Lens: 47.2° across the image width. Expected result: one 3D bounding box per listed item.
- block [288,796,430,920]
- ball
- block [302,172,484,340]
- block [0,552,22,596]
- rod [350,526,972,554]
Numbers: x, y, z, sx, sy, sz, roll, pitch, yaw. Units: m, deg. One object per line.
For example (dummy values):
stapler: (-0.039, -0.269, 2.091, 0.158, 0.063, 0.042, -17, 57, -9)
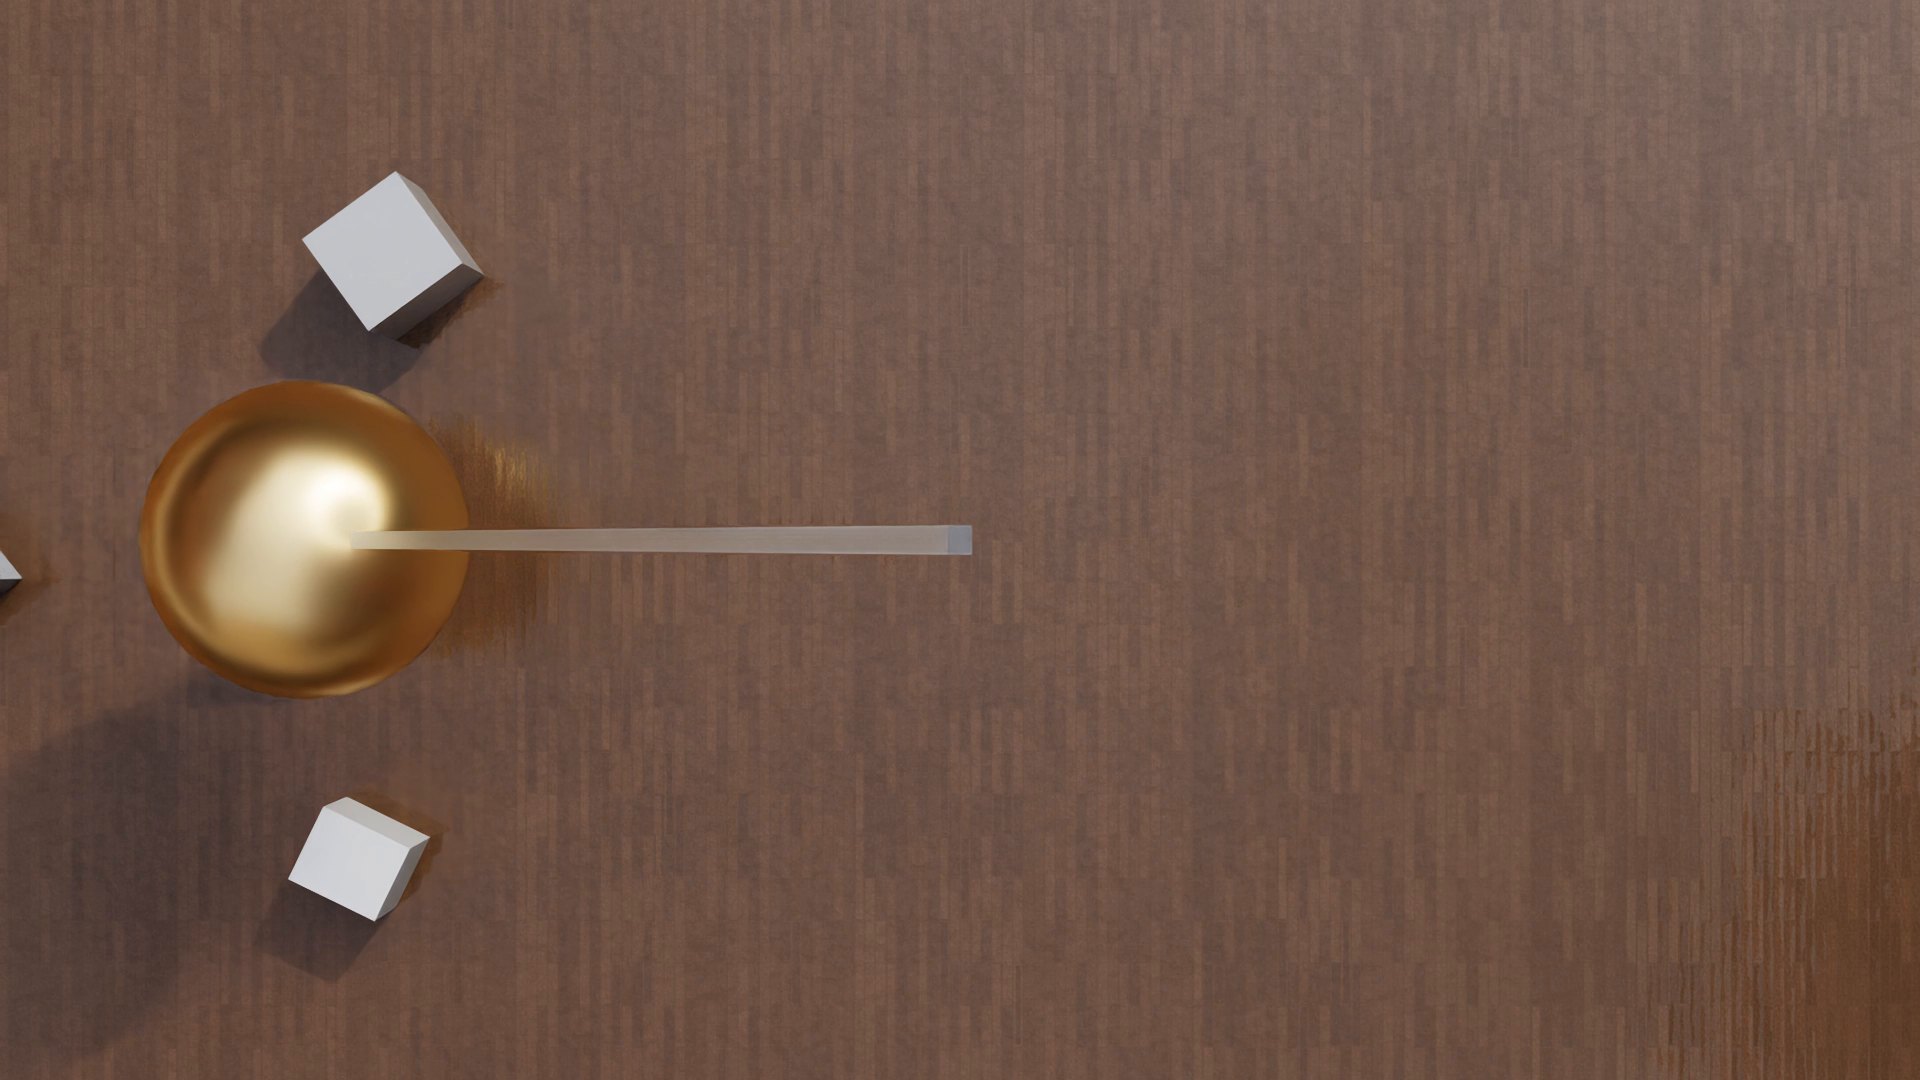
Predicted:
block: (-3.479, 1.844, 12.761, 0.548, 0.479, 0.460, 26, 90, 0)
ball: (-3.267, 0.000, 11.034, 1.600, 1.600, 1.600, 0, 90, 0)
block: (-3.262, -1.631, 12.706, 0.655, 0.587, 0.641, -36, 90, 0)
block: (-5.933, 0.210, 12.702, 0.592, 0.595, 0.513, -38, 90, 0)
rod: (-1.416, 0.000, 8.182, 0.080, 5.200, 0.080, 0, 90, -33)
